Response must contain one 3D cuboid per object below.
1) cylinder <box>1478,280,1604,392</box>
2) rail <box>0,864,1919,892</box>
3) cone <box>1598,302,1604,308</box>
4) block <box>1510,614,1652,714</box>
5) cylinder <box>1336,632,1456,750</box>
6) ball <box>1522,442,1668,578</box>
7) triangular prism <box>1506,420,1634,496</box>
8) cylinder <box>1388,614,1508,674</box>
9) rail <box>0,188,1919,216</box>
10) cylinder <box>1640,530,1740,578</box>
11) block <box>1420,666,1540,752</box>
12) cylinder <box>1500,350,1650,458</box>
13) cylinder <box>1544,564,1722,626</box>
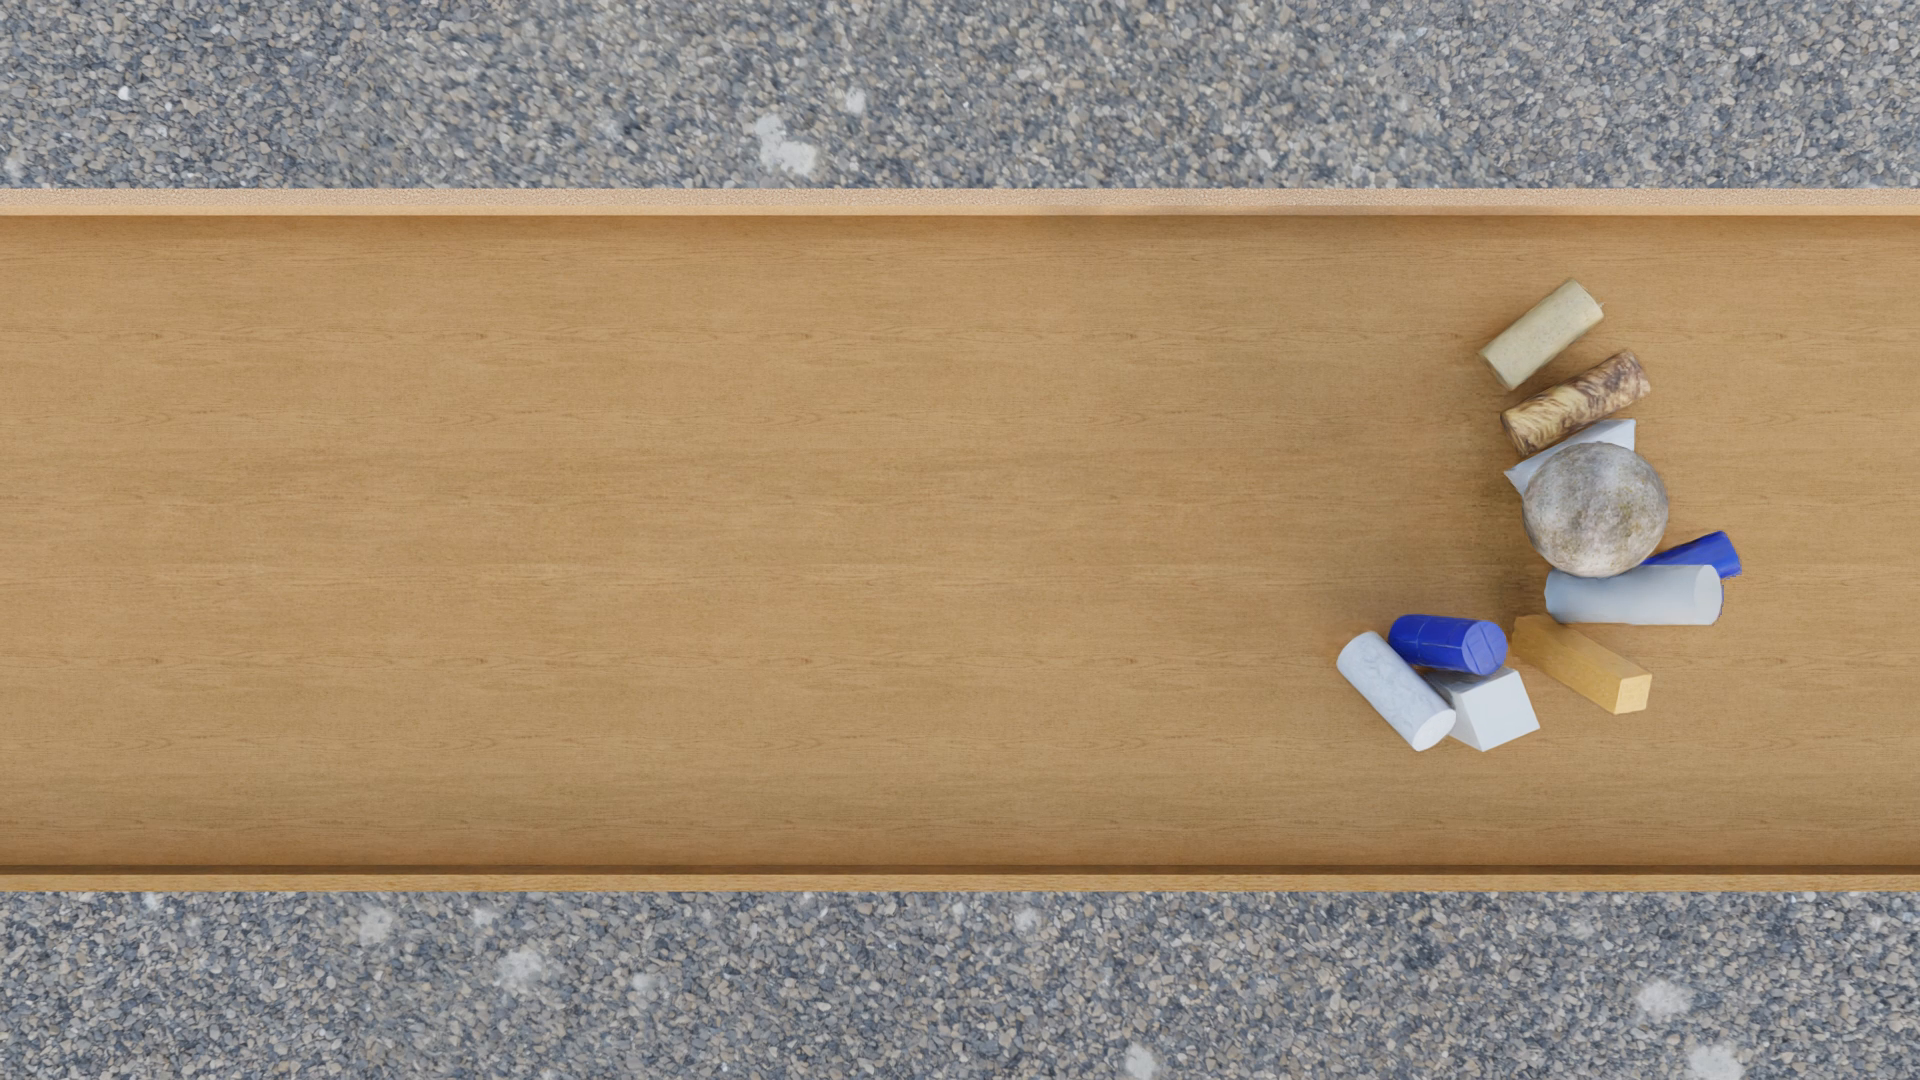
[{"bbox_3d":[1.719,-0.605,4.887,0.332,0.153,0.153,-40,90,10],"label":"cylinder"},{"bbox_3d":[-2.247,1.025,5.001,12.000,0.150,0.050,0,90,0],"label":"rail"},{"bbox_3d":[1.811,-0.636,4.977,0.303,0.106,0.106,-32,90,19],"label":"cone"},{"bbox_3d":[1.815,0.358,4.843,0.109,0.450,0.109,-6,112,-21],"label":"block"},{"bbox_3d":[1.294,0.446,4.904,0.161,0.161,0.350,-38,51,0],"label":"cylinder"},{"bbox_3d":[1.809,-0.086,4.706,0.390,0.390,0.390,0,90,0],"label":"ball"},{"bbox_3d":[1.851,-0.255,4.954,0.382,0.121,0.139,-26,69,-13],"label":"triangular prism"},{"bbox_3d":[1.438,0.306,4.879,0.154,0.365,0.154,0,91,-19],"label":"cylinder"},{"bbox_3d":[-2.247,-1.025,5.002,12.000,0.150,0.050,0,90,0],"label":"rail"},{"bbox_3d":[2.167,0.093,4.976,0.312,0.136,0.136,-23,90,11],"label":"cylinder"},{"bbox_3d":[1.529,0.478,4.881,0.178,0.377,0.178,-22,94,-1],"label":"block"},{"bbox_3d":[1.849,-0.410,4.967,0.405,0.150,0.150,-28,90,10],"label":"cylinder"},{"bbox_3d":[1.957,0.158,4.808,0.173,0.446,0.173,1,88,-42],"label":"cylinder"}]
